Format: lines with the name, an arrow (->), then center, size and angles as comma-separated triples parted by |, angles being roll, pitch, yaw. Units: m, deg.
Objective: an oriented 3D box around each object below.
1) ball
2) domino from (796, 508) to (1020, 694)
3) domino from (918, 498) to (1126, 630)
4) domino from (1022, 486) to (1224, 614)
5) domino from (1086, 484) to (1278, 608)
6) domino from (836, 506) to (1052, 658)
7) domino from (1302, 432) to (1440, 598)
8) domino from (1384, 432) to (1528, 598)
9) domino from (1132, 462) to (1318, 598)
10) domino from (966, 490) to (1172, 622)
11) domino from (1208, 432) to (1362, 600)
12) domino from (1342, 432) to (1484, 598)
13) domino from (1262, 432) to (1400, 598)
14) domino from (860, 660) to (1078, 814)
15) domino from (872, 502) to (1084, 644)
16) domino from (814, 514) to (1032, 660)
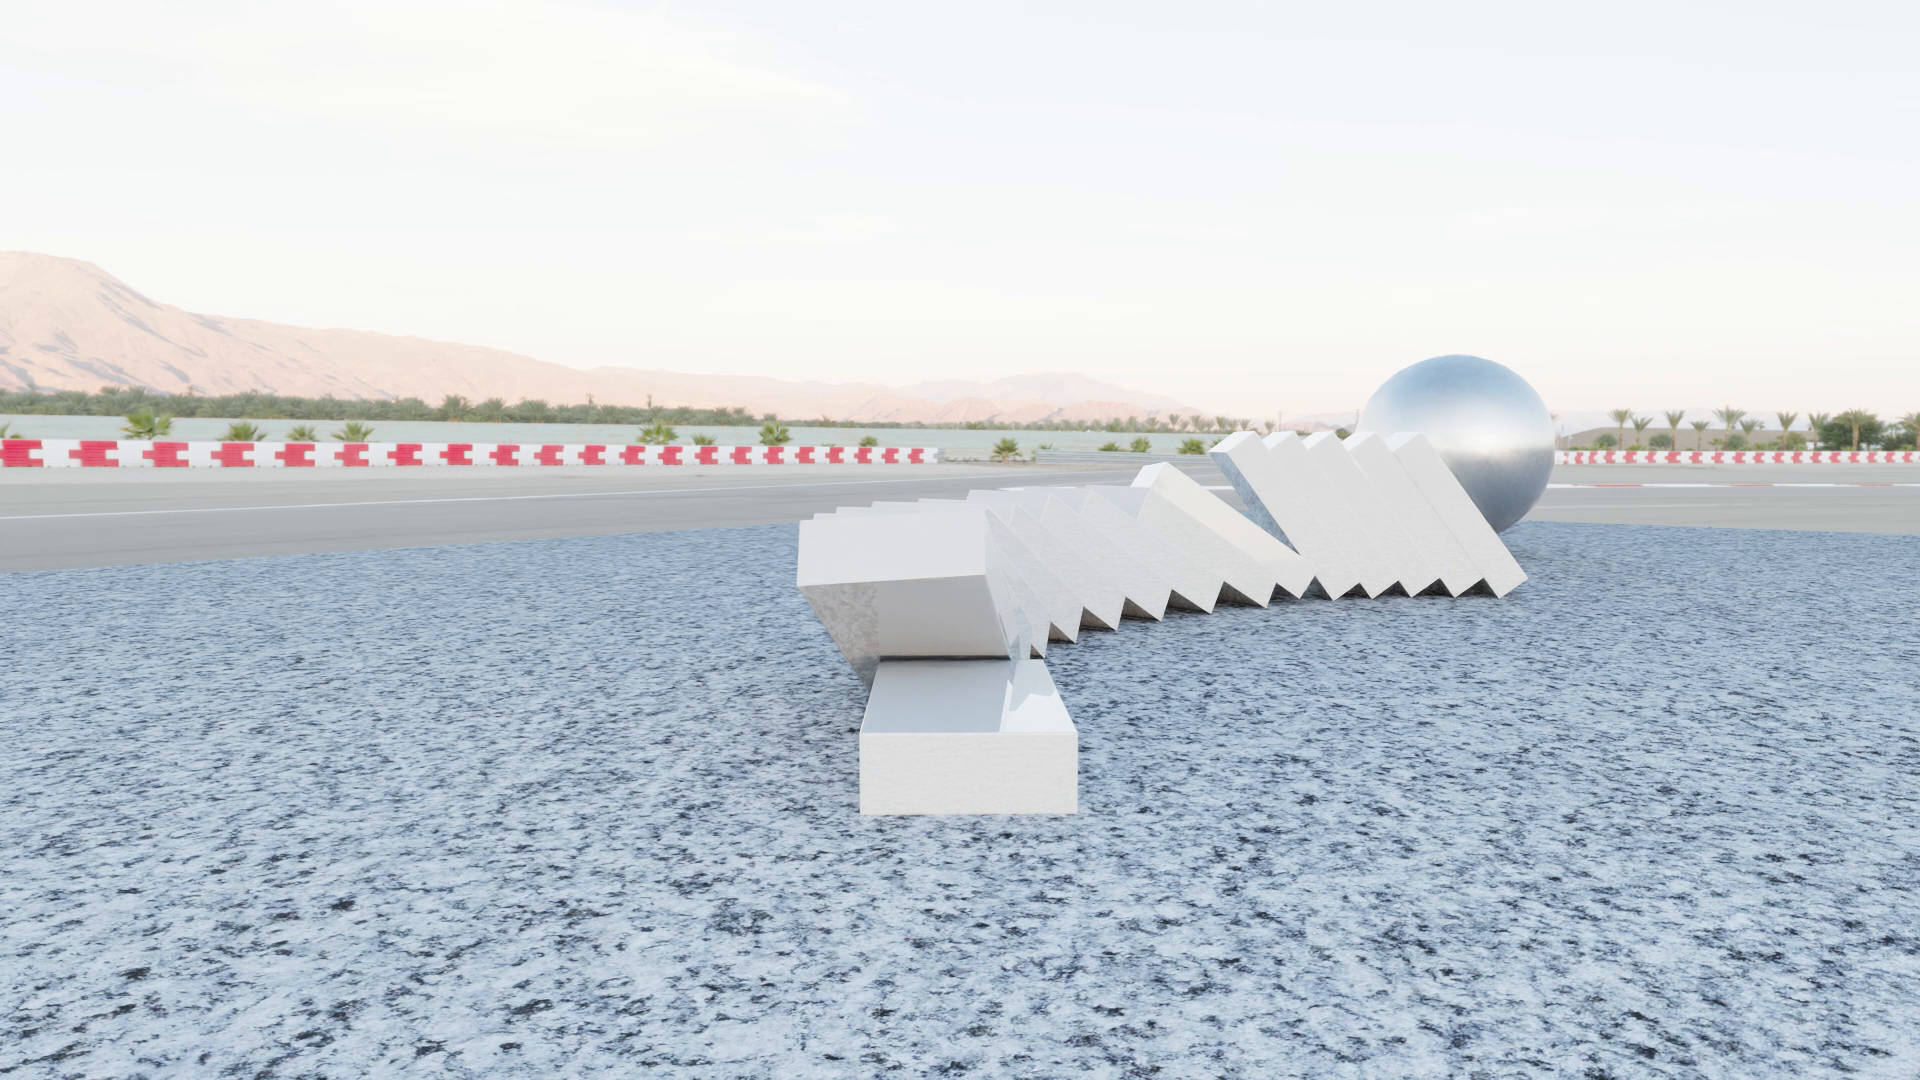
ball -> 0.208, -0.038, 0.541 | 0.080, 0.080, 0.080 | 0, 4, 0
domino -> -0.006, 0.011, 0.192 | 0.025, 0.010, 0.050 | -4, -25, 7
domino -> 0.014, 0.006, 0.282 | 0.025, 0.010, 0.050 | 3, -21, 37
domino -> 0.039, 0.003, 0.319 | 0.050, 0.010, 0.025 | 31, -14, -32
domino -> 0.056, 0.002, 0.331 | 0.050, 0.010, 0.025 | 30, -12, -30
domino -> -0.002, 0.009, 0.240 | 0.025, 0.010, 0.050 | 2, -23, 22
domino -> 0.115, -0.008, 0.366 | 0.009, 0.050, 0.025 | -36, 1, 5
domino -> 0.138, -0.008, 0.364 | 0.010, 0.050, 0.025 | -36, 1, 5
domino -> 0.071, -0.003, 0.350 | 0.050, 0.010, 0.025 | 34, -3, -5
domino -> 0.025, 0.004, 0.302 | 0.025, 0.010, 0.050 | 4, -22, 46
domino -> 0.090, -0.007, 0.358 | 0.010, 0.050, 0.025 | -36, 4, 2
domino -> 0.126, -0.008, 0.366 | 0.009, 0.050, 0.025 | -36, 1, 5
domino -> 0.102, -0.008, 0.363 | 0.010, 0.050, 0.025 | -36, 3, 3
domino -> 0.001, 0.025, 0.172 | 0.025, 0.010, 0.050 | 0, 4, -1
domino -> 0.004, 0.007, 0.261 | 0.025, 0.010, 0.050 | 2, -22, 29
domino -> -0.005, 0.010, 0.217 | 0.025, 0.010, 0.050 | 0, -24, 15
